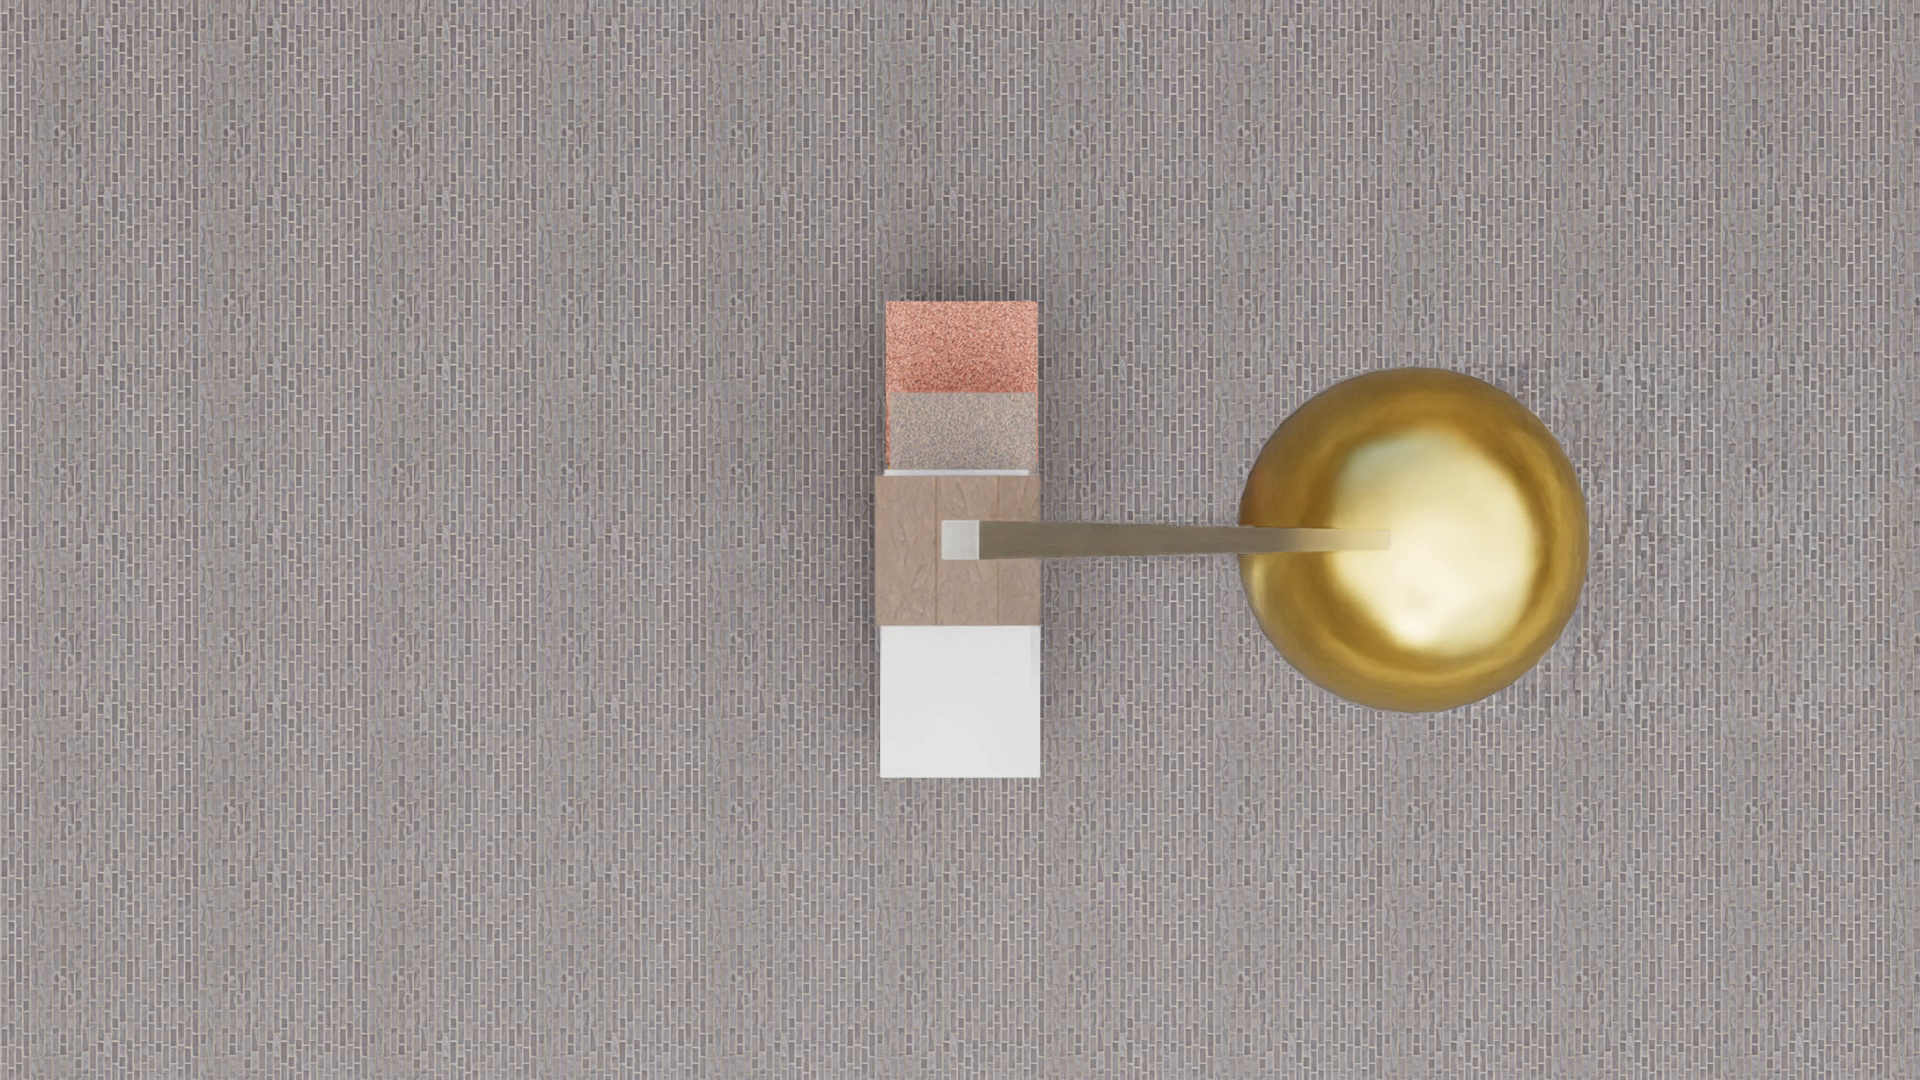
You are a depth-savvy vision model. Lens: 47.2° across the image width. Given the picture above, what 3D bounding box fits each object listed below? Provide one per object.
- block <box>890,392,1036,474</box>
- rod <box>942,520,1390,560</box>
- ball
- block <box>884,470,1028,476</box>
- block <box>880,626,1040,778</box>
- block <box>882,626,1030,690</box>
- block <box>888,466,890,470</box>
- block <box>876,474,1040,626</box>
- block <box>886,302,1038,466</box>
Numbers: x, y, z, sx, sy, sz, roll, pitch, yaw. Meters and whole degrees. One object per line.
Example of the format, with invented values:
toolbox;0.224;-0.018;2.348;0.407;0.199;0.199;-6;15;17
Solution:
block;0.015;-0.396;11.698;0.751;0.767;0.734;0;91;0
rod;0.899;0.000;6.941;0.080;5.200;0.080;0;90;20
ball;2.074;0.000;10.132;1.600;1.600;1.600;0;90;0
block;-0.017;0.024;10.368;0.659;0.585;0.702;0;91;0
block;0.002;0.814;12.570;0.882;0.860;0.993;0;90;0
block;-0.019;0.373;11.732;0.766;0.816;0.794;0;90;0
block;-0.013;-0.055;12.658;0.785;0.684;0.725;0;90;0
block;-0.007;0.038;9.139;0.662;0.594;0.609;0;91;0
block;0.011;-0.869;12.540;0.832;0.920;0.883;0;90;0
